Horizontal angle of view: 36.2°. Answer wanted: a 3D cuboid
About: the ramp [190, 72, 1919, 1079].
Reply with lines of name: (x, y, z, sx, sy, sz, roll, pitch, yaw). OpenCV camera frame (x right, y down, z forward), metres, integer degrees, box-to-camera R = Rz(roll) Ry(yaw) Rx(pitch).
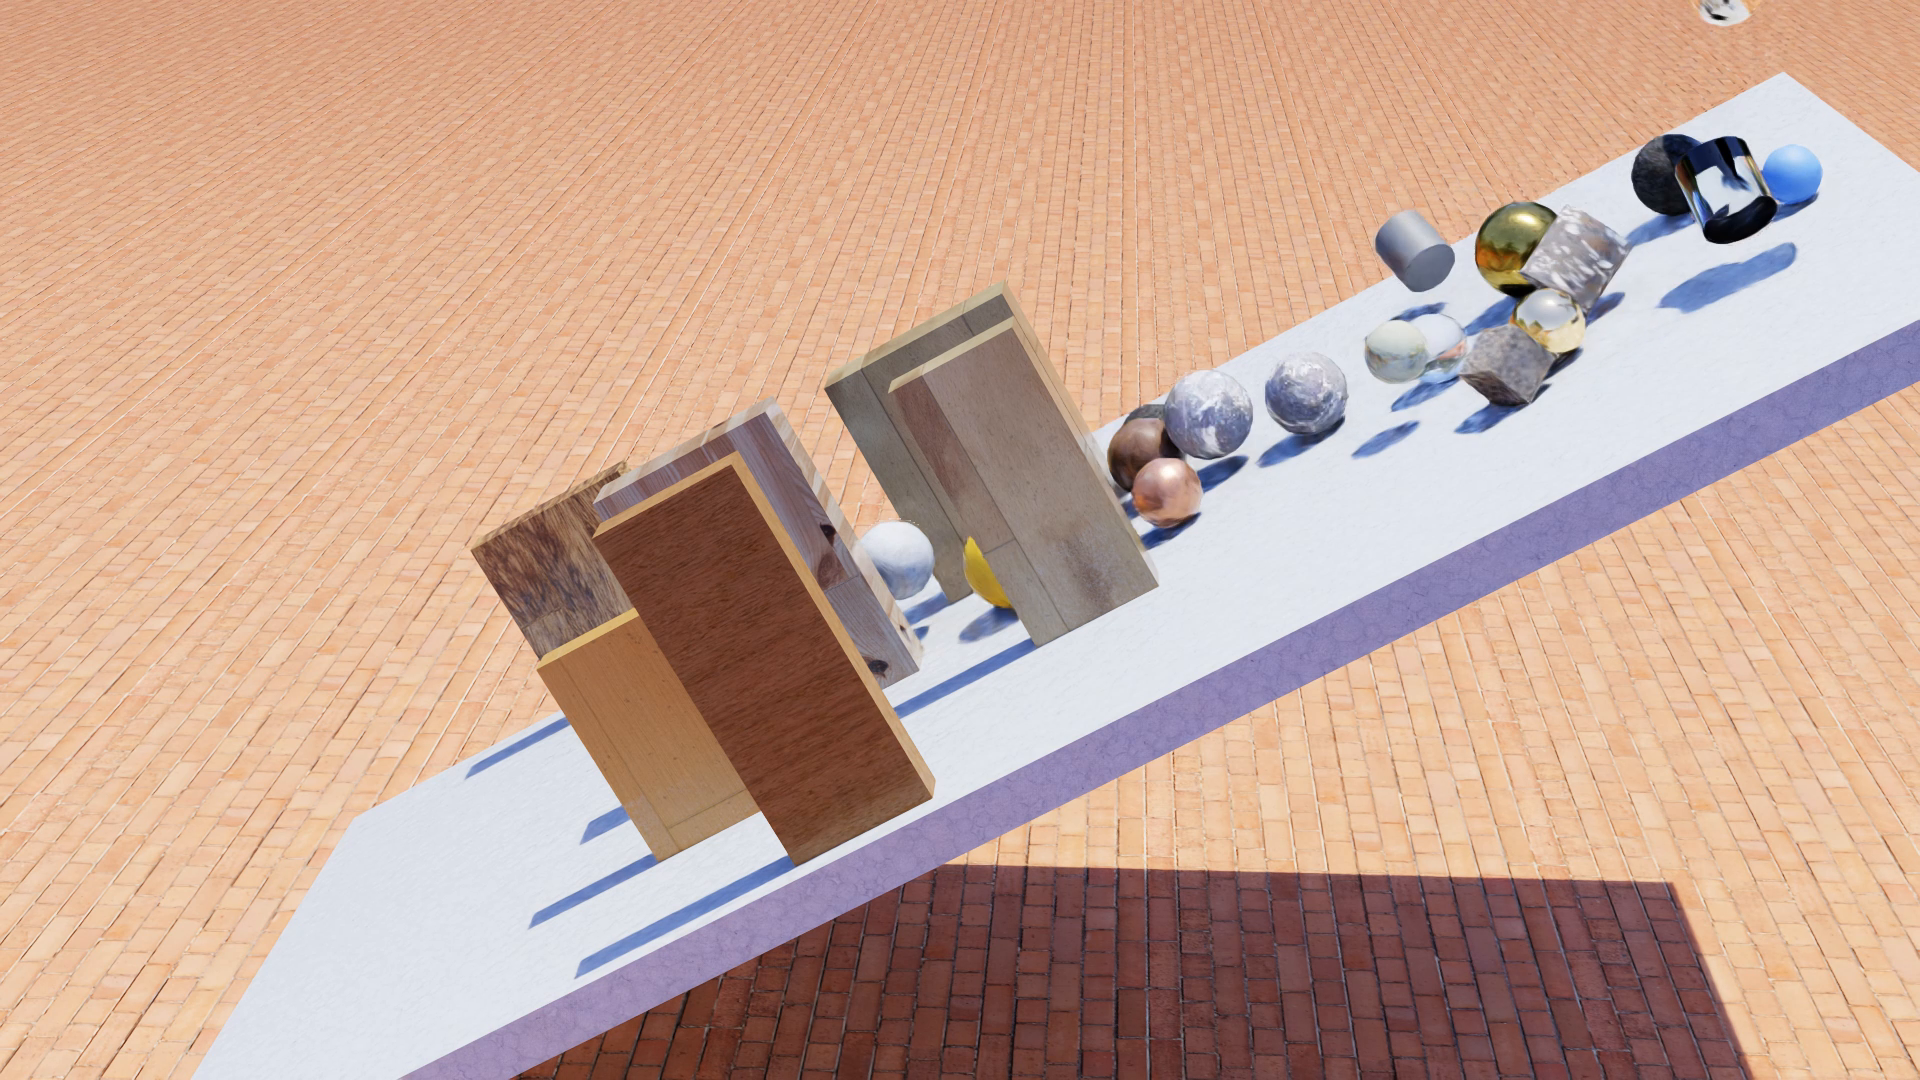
ramp: (0.142, 0.167, 6.283, 4.000, 0.100, 2.000, -27, 14, 11)

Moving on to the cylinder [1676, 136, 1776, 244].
cylinder: (1.473, -0.672, 5.657, 0.147, 0.147, 0.147, -6, 58, -17)

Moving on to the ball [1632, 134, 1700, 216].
ball: (1.505, -0.771, 6.208, 0.172, 0.172, 0.172, 0, 18, 0)

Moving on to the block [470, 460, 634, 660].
block: (-0.884, 0.125, 7.244, 0.427, 0.504, 0.100, -27, 14, 11)

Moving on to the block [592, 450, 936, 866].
block: (-0.353, 0.223, 5.391, 0.294, 0.729, 0.088, -27, 14, 11)

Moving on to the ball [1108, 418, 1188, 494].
ball: (0.406, -0.180, 6.382, 0.173, 0.173, 0.173, 0, 18, 0)

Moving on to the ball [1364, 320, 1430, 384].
ball: (0.869, -0.373, 5.856, 0.129, 0.129, 0.129, 0, 18, 0)

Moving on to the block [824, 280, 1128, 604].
block: (0.038, -0.212, 6.439, 0.441, 0.560, 0.135, -27, 14, 11)

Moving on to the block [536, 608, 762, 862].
block: (-0.612, 0.384, 5.883, 0.248, 0.471, 0.084, -27, 14, 11)

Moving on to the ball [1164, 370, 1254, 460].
ball: (0.530, -0.267, 6.278, 0.191, 0.191, 0.191, 0, 18, 0)

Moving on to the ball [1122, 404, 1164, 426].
ball: (0.431, -0.230, 6.552, 0.150, 0.150, 0.150, 0, 18, 0)

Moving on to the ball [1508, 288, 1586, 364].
ball: (1.150, -0.419, 5.763, 0.148, 0.148, 0.148, 0, 18, 0)

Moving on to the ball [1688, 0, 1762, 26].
ball: (1.576, -1.139, 6.054, 0.159, 0.159, 0.159, 0, 18, 0)

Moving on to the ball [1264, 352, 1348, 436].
ball: (0.726, -0.308, 6.173, 0.176, 0.176, 0.176, 0, 18, 0)

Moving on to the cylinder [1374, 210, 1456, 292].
cylinder: (1.014, -0.644, 6.559, 0.130, 0.130, 0.130, -9, 44, -25)

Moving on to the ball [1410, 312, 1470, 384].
ball: (0.971, -0.393, 6.036, 0.147, 0.147, 0.147, 0, 18, 0)

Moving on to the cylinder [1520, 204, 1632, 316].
cylinder: (1.240, -0.562, 5.921, 0.162, 0.162, 0.162, 33, 4, -3)

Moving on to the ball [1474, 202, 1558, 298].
ball: (1.193, -0.615, 6.231, 0.205, 0.205, 0.205, 0, 18, 0)

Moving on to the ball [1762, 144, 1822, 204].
ball: (1.660, -0.729, 5.868, 0.117, 0.117, 0.117, 0, 18, 0)

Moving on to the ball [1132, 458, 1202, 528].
ball: (0.430, -0.098, 6.110, 0.148, 0.148, 0.148, 0, 18, 0)

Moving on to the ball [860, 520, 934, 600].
ball: (-0.141, 0.045, 6.352, 0.173, 0.173, 0.173, 0, 18, 0)

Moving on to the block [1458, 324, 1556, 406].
block: (1.054, -0.336, 5.676, 0.109, 0.109, 0.109, 36, -15, -21)

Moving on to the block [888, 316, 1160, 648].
block: (0.130, -0.112, 5.828, 0.277, 0.601, 0.093, -27, 14, 11)

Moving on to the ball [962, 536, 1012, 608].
ball: (0.105, 0.044, 6.169, 0.199, 0.199, 0.199, 0, 18, 0)

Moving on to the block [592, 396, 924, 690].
block: (-0.419, 0.080, 6.191, 0.418, 0.641, 0.131, -27, 14, 11)
